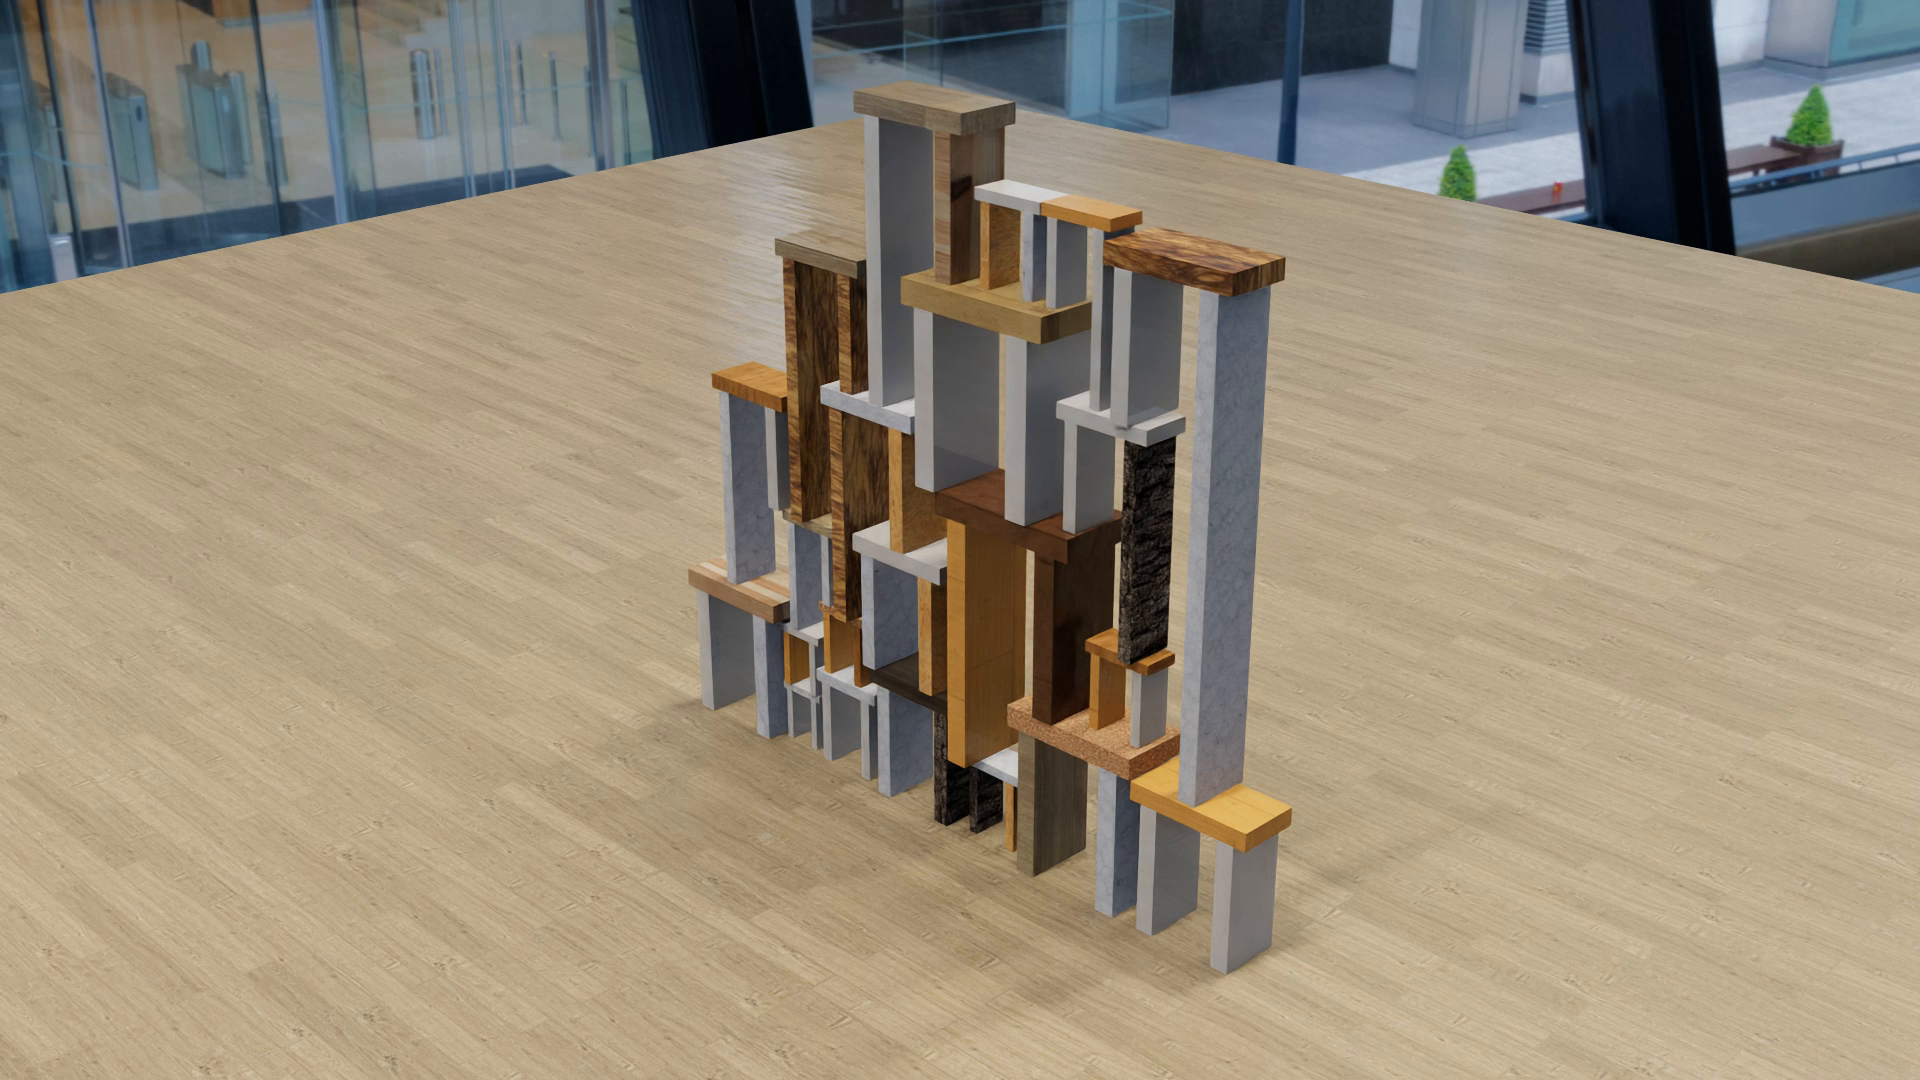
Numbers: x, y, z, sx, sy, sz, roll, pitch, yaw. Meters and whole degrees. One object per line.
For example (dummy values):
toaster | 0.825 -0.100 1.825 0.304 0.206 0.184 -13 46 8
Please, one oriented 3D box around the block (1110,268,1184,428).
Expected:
block | 0.318 -0.341 3.740 0.039 0.274 0.137 21 31 41

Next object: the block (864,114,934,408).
block | -0.112 -0.531 4.126 0.039 0.553 0.138 21 31 41

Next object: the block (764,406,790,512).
block | -0.346 -0.180 4.527 0.031 0.220 0.110 21 31 41

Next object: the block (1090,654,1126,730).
block | 0.273 0.268 4.051 0.075 0.150 0.021 -21 31 -40

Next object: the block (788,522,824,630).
block | -0.321 0.065 4.601 0.022 0.244 0.078 21 31 41

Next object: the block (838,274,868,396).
block | -0.179 -0.409 4.244 0.034 0.237 0.118 21 31 41

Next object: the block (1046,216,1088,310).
block | 0.186 -0.488 3.817 0.023 0.160 0.080 21 31 40

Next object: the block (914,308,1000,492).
block | -0.005 -0.280 4.106 0.049 0.349 0.175 21 31 41

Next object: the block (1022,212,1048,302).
block | 0.147 -0.504 3.856 0.022 0.158 0.079 21 31 41

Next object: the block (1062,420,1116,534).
block | 0.231 -0.124 3.920 0.029 0.208 0.104 21 31 41

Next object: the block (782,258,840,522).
block | -0.291 -0.308 4.408 0.118 0.550 0.034 -21 31 -41

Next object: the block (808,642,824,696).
block | -0.289 0.265 4.643 0.017 0.122 0.061 21 31 41

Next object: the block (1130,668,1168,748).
block | 0.343 0.296 3.985 0.021 0.150 0.075 21 31 41

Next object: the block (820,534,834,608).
block | -0.248 0.053 4.516 0.022 0.156 0.078 21 31 41

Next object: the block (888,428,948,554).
block | -0.079 -0.111 4.259 0.036 0.253 0.126 21 31 41

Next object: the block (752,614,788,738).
block | -0.375 0.274 4.751 0.040 0.283 0.142 21 31 41

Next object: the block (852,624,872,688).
block | -0.187 0.229 4.524 0.019 0.137 0.068 21 31 41

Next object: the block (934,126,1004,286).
block | 0.018 -0.608 3.953 0.039 0.275 0.138 21 31 41

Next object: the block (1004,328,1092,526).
block | 0.160 -0.216 3.954 0.049 0.349 0.175 21 31 41

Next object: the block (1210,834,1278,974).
block | 0.509 0.633 3.933 0.037 0.263 0.131 21 31 41

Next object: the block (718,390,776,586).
block | -0.449 -0.122 4.665 0.031 0.434 0.110 21 31 41

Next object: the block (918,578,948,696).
block | -0.025 0.172 4.319 0.035 0.246 0.123 21 31 41

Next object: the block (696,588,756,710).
block | -0.509 0.222 4.874 0.040 0.283 0.142 21 31 41

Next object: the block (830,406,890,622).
block | -0.198 -0.064 4.408 0.036 0.455 0.126 21 31 41

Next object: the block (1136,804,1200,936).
block | 0.385 0.584 4.047 0.037 0.263 0.131 21 31 41

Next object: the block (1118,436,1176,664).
block | 0.328 0.011 3.871 0.029 0.420 0.104 21 31 40

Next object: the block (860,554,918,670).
block | -0.141 0.127 4.426 0.035 0.246 0.123 21 31 41

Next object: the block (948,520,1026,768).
block | 0.052 0.179 4.249 0.048 0.512 0.168 21 31 41

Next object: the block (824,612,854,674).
block | -0.252 0.204 4.584 0.019 0.137 0.068 21 31 41

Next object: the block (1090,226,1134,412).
block | 0.261 -0.384 3.778 0.023 0.322 0.080 21 31 40

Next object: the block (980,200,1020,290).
block | 0.072 -0.533 3.925 0.022 0.158 0.079 21 31 41

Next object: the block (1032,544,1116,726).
block | 0.210 0.159 4.069 0.048 0.336 0.168 21 31 41

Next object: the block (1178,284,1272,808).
block | 0.448 0.016 3.751 0.039 0.940 0.137 21 31 41
